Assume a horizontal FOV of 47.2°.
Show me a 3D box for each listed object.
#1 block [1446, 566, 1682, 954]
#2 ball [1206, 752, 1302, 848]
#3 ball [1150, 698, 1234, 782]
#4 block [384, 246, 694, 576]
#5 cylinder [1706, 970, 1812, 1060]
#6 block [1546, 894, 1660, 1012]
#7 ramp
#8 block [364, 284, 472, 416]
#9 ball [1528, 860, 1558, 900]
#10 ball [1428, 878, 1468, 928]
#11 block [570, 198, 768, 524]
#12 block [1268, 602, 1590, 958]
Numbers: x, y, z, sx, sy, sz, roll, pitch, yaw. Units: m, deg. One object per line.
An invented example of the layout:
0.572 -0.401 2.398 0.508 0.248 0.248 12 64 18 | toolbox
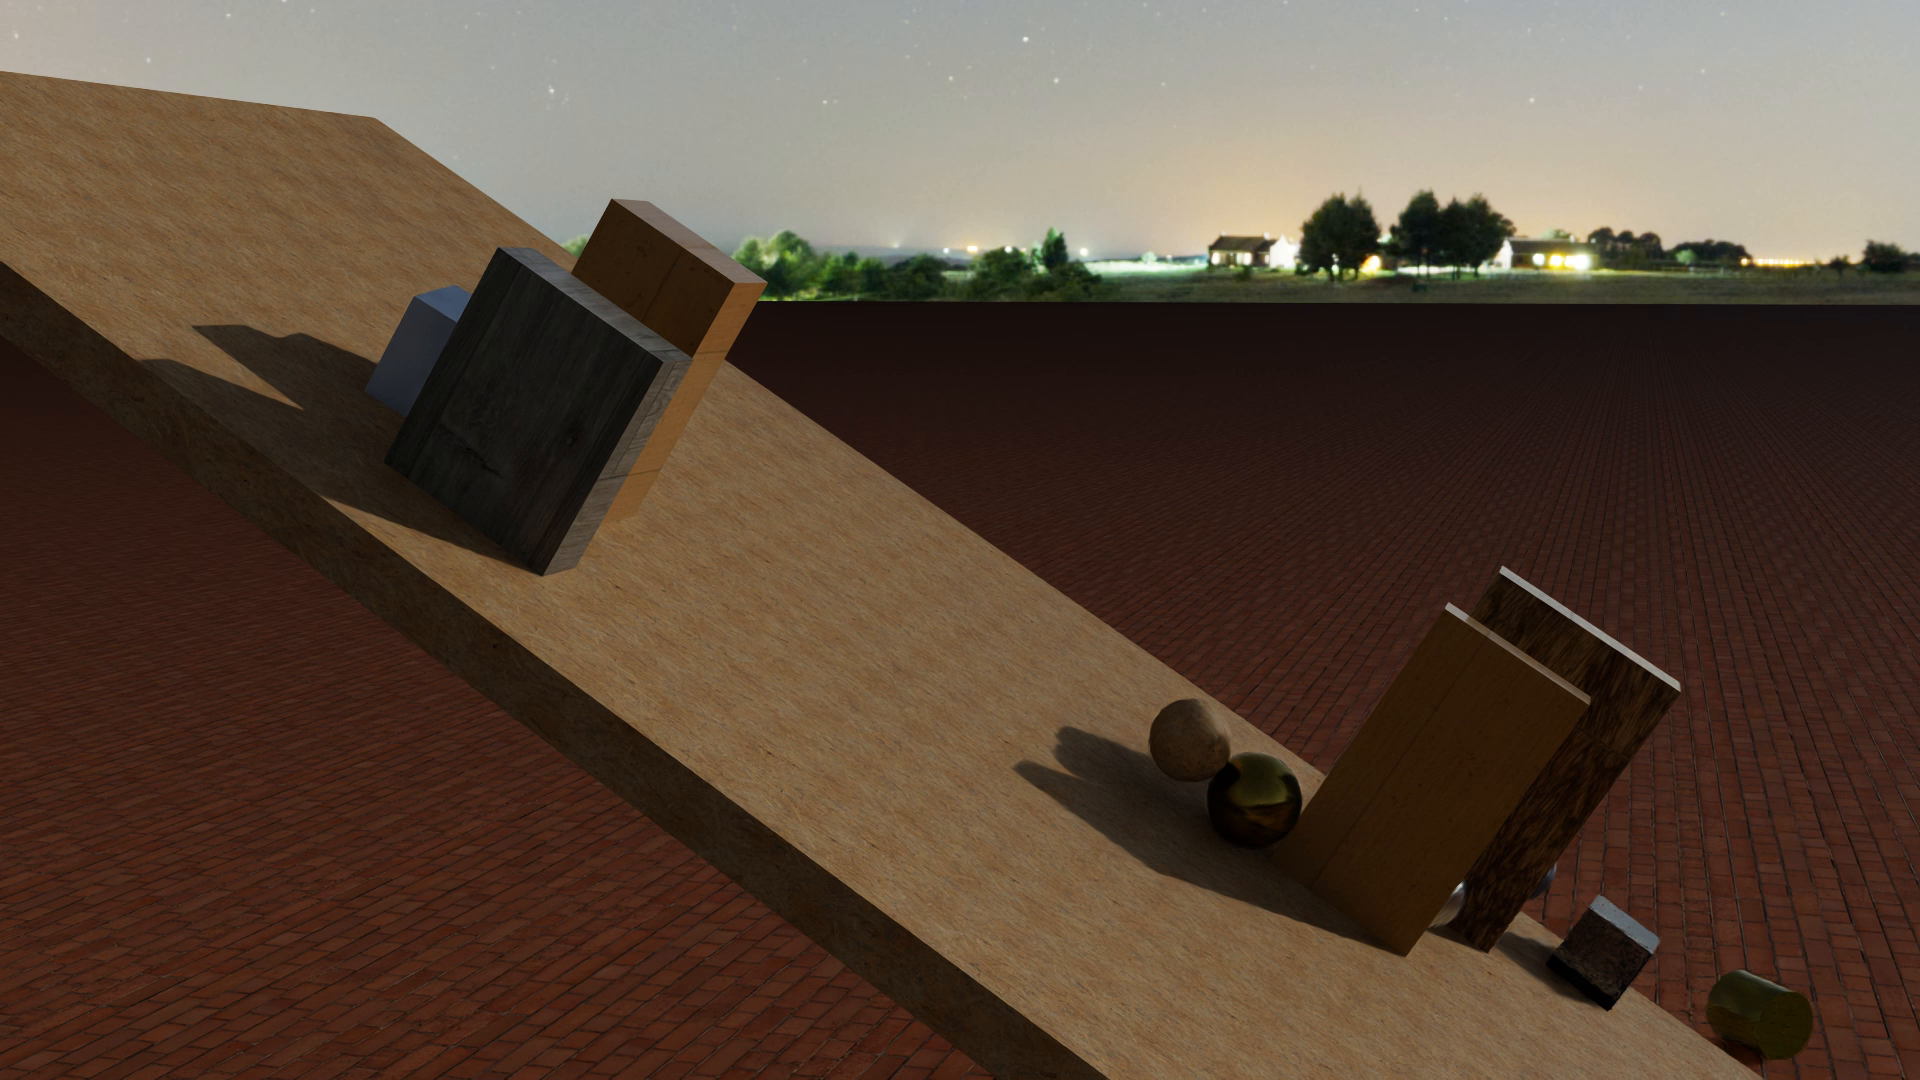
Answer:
1.074 0.440 4.413 0.412 0.653 0.105 35 15 11 | block
0.554 0.489 4.145 0.179 0.179 0.179 0 7 0 | ball
0.433 0.376 4.121 0.157 0.157 0.157 0 7 0 | ball
-0.671 -0.205 3.492 0.329 0.401 0.114 35 15 11 | block
1.907 1.133 5.247 0.169 0.169 0.169 -3 8 -23 | cylinder
1.342 0.859 4.583 0.153 0.153 0.153 37 16 19 | block
-0.142 0.237 4.107 4.000 0.100 2.000 35 15 11 | ramp
-0.872 -0.302 3.810 0.191 0.191 0.191 32 15 0 | block
1.254 0.724 4.977 0.191 0.191 0.191 0 7 0 | ball
0.922 0.688 4.311 0.144 0.144 0.144 0 7 0 | ball
-0.585 -0.309 3.819 0.264 0.491 0.146 35 15 11 | block
0.872 0.449 4.106 0.308 0.590 0.083 35 15 11 | block
